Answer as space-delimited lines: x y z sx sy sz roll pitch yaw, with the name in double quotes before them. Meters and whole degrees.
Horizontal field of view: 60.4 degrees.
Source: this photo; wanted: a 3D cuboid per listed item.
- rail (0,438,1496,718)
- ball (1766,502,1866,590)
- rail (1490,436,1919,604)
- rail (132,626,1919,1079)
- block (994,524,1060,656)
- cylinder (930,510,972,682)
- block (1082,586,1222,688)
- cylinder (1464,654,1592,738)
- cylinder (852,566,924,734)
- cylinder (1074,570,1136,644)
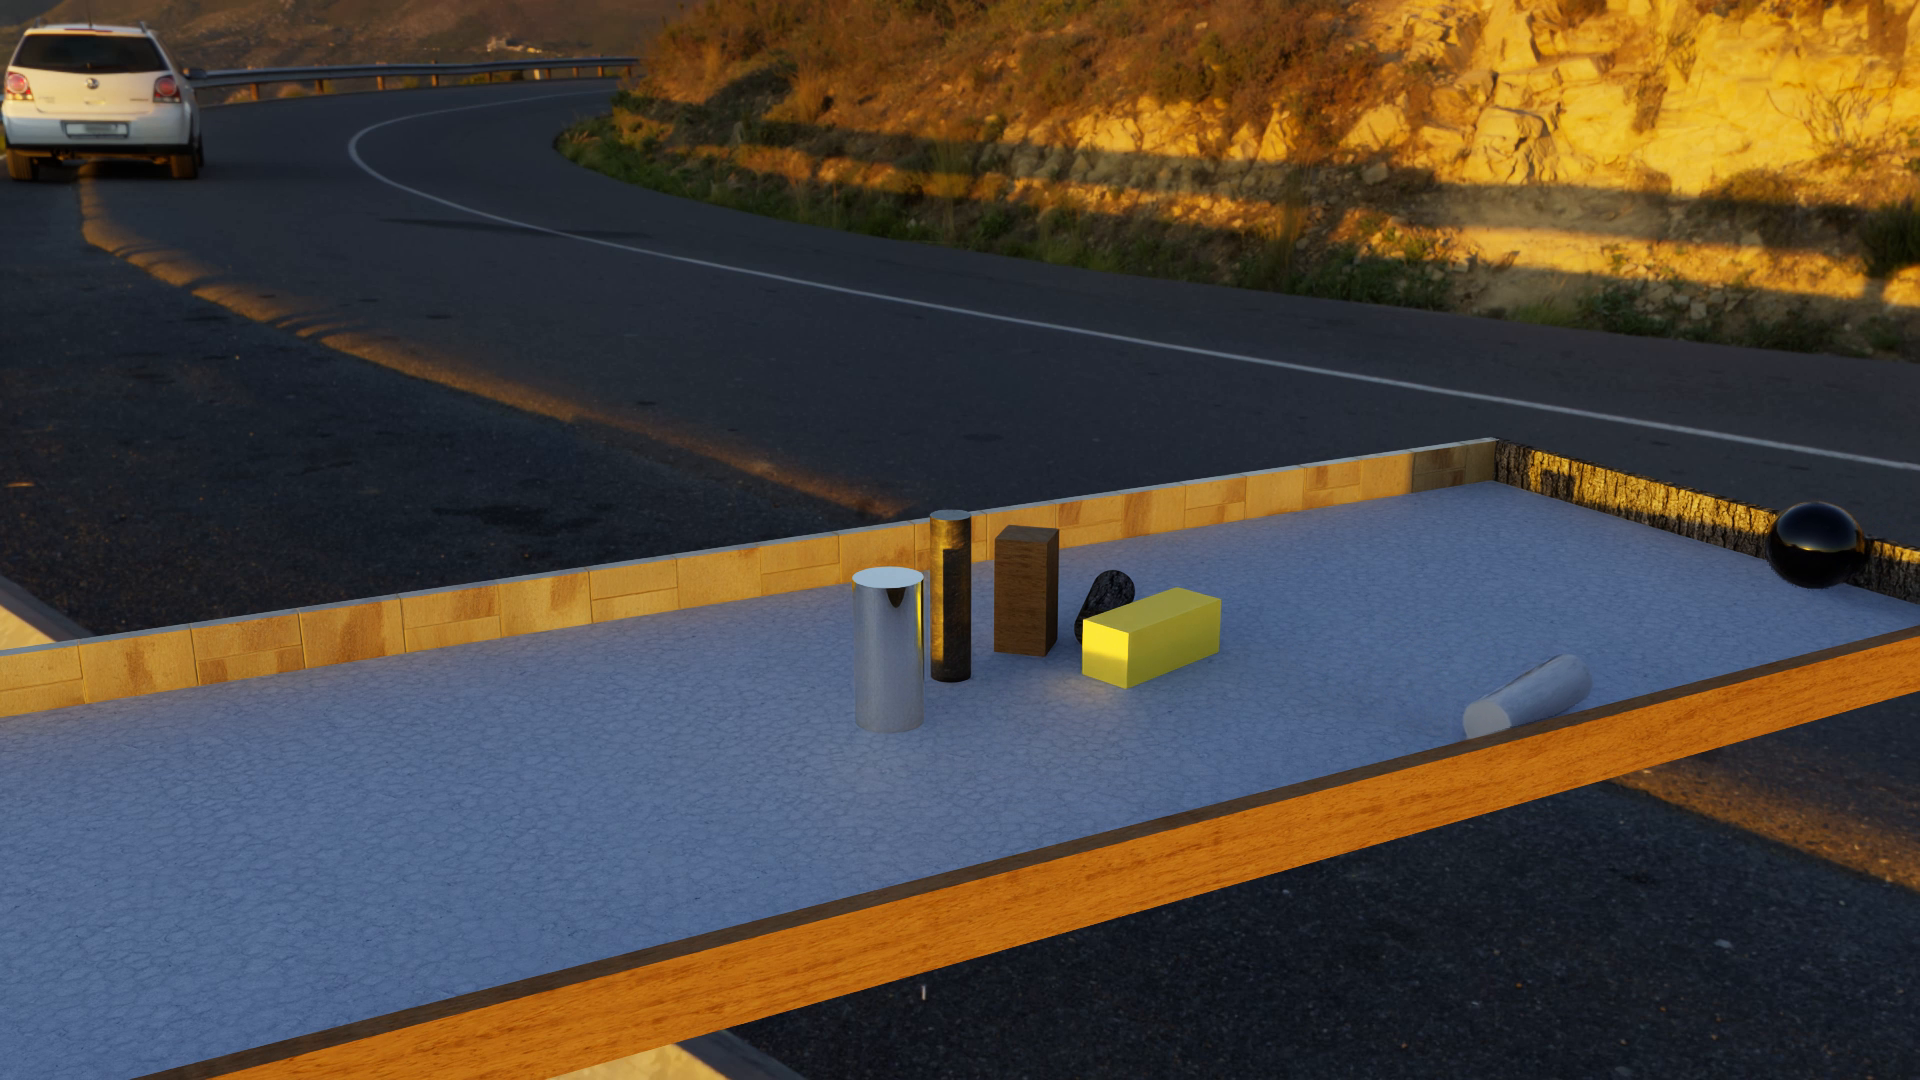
"rail" -3.305 0.497 3.399 12.000 0.150 0.050 -9 18 -27
"ball" 2.511 0.015 4.844 0.259 0.259 0.259 0 16 0
"rail" 2.466 -0.048 5.253 0.050 0.150 2.100 -9 18 -27
"rail" -2.336 1.006 1.665 12.000 0.150 0.050 -9 18 -27
"block" 0.176 0.133 4.353 0.139 0.311 0.139 5 17 16
"cylinder" -0.023 0.141 4.127 0.103 0.423 0.103 0 16 0
"block" 0.497 0.248 4.252 0.379 0.146 0.146 -16 22 -42
"cylinder" 1.335 0.376 3.868 0.118 0.118 0.420 15 22 42
"cylinder" -0.166 0.256 3.856 0.165 0.354 0.165 0 16 0
"cylinder" 0.397 0.189 4.496 0.122 0.122 0.339 4 17 12
